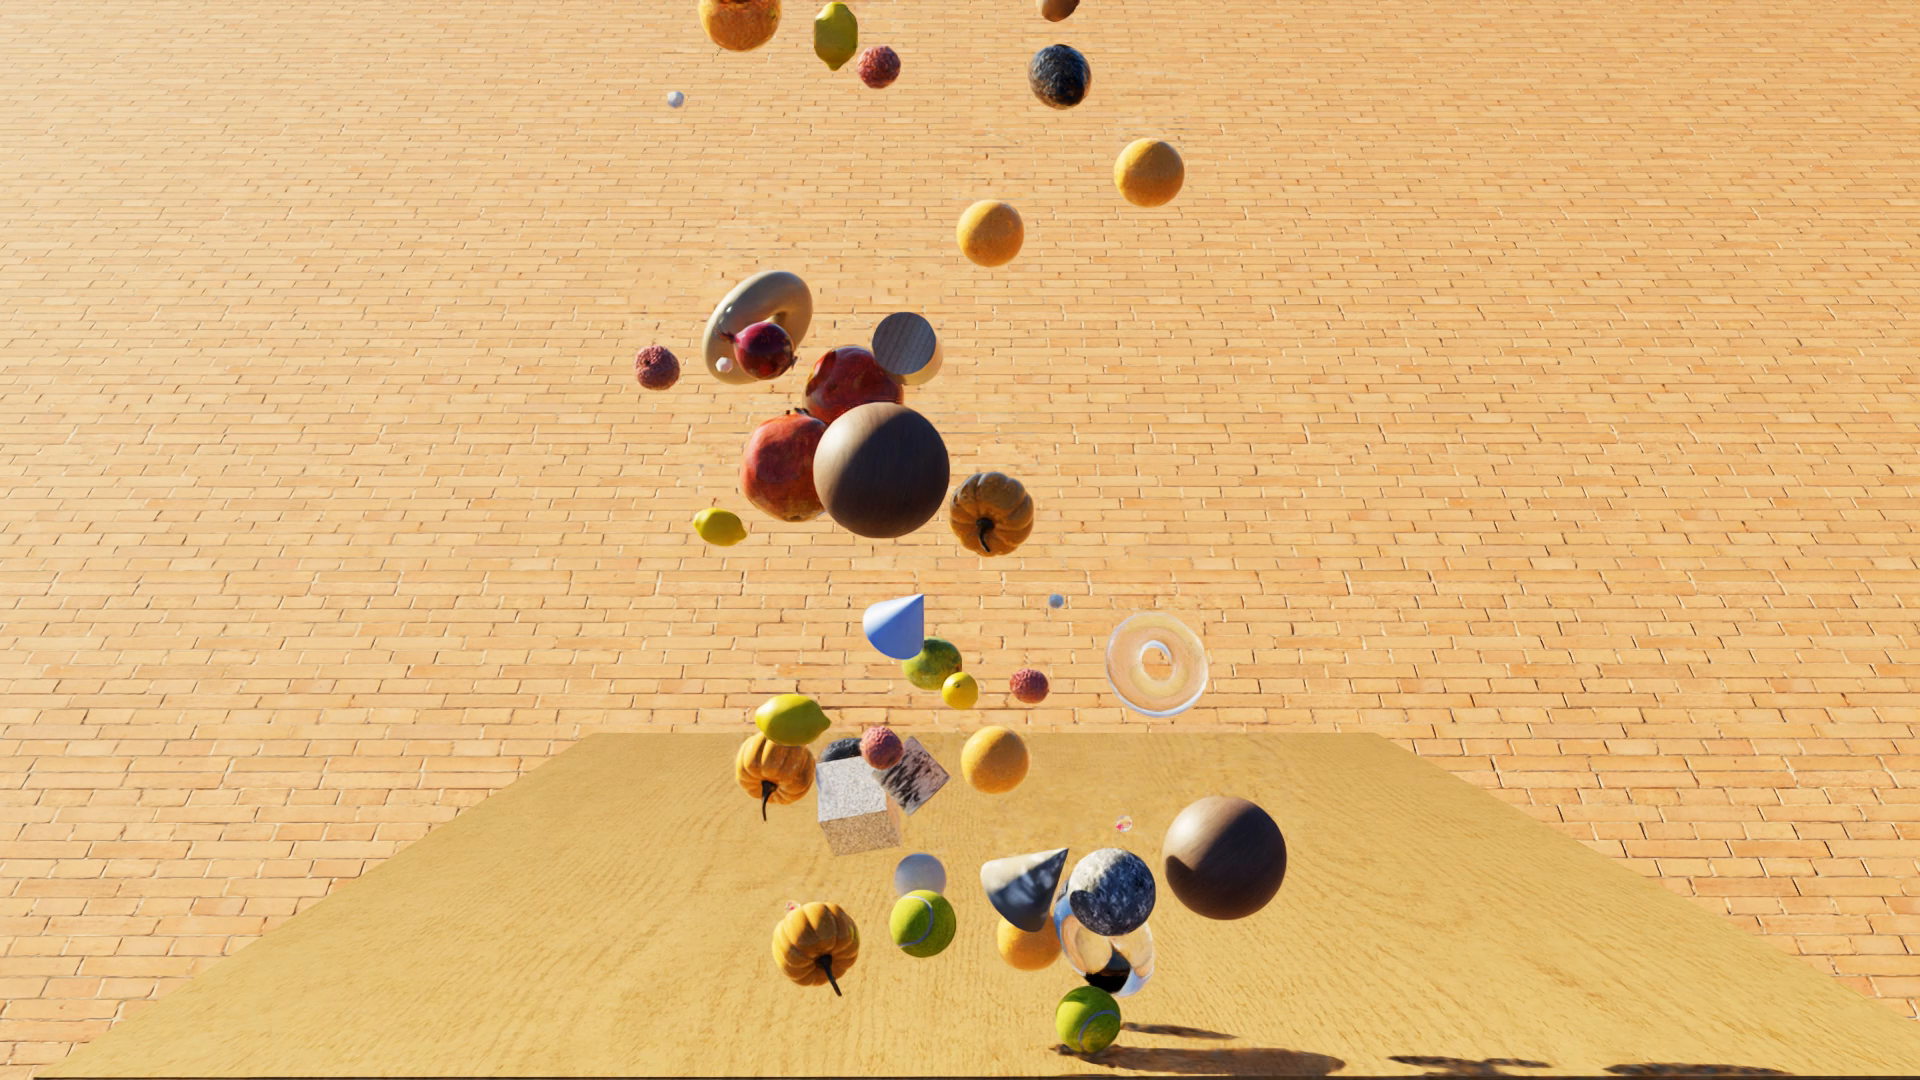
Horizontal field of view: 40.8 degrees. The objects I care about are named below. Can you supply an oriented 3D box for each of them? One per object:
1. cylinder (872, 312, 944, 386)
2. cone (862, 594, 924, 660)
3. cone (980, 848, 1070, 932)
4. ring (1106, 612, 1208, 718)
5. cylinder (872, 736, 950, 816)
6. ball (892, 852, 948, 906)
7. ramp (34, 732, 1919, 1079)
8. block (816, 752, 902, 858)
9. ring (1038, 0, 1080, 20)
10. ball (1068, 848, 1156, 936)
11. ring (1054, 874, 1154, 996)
[{"bbox_3d":[-0.053,-0.193,2.620,0.065,0.065,0.065,4,-6,7],"label":"cylinder"},{"bbox_3d":[-0.057,0.081,2.889,0.077,0.077,0.077,18,48,-21],"label":"cone"},{"bbox_3d":[0.082,0.333,2.596,0.087,0.087,0.087,34,29,-22],"label":"cone"},{"bbox_3d":[0.220,0.140,2.893,0.123,0.123,0.041,-14,-12,-24],"label":"ring"},{"bbox_3d":[-0.053,0.256,2.806,0.062,0.062,0.062,47,41,5],"label":"cylinder"},{"bbox_3d":[-0.044,0.371,2.825,0.060,0.060,0.060,0,28,0],"label":"ball"},{"bbox_3d":[0.063,0.567,4.607,2.000,0.100,4.000,0,1,0],"label":"ramp"},{"bbox_3d":[-0.112,0.293,2.859,0.076,0.076,0.076,-10,51,6],"label":"block"},{"bbox_3d":[0.108,-0.568,2.595,0.033,0.098,0.098,27,34,10],"label":"ring"},{"bbox_3d":[0.155,0.358,2.631,0.090,0.090,0.090,0,28,0],"label":"ball"},{"bbox_3d":[0.154,0.419,2.755,0.048,0.145,0.145,-32,15,27],"label":"ring"}]
